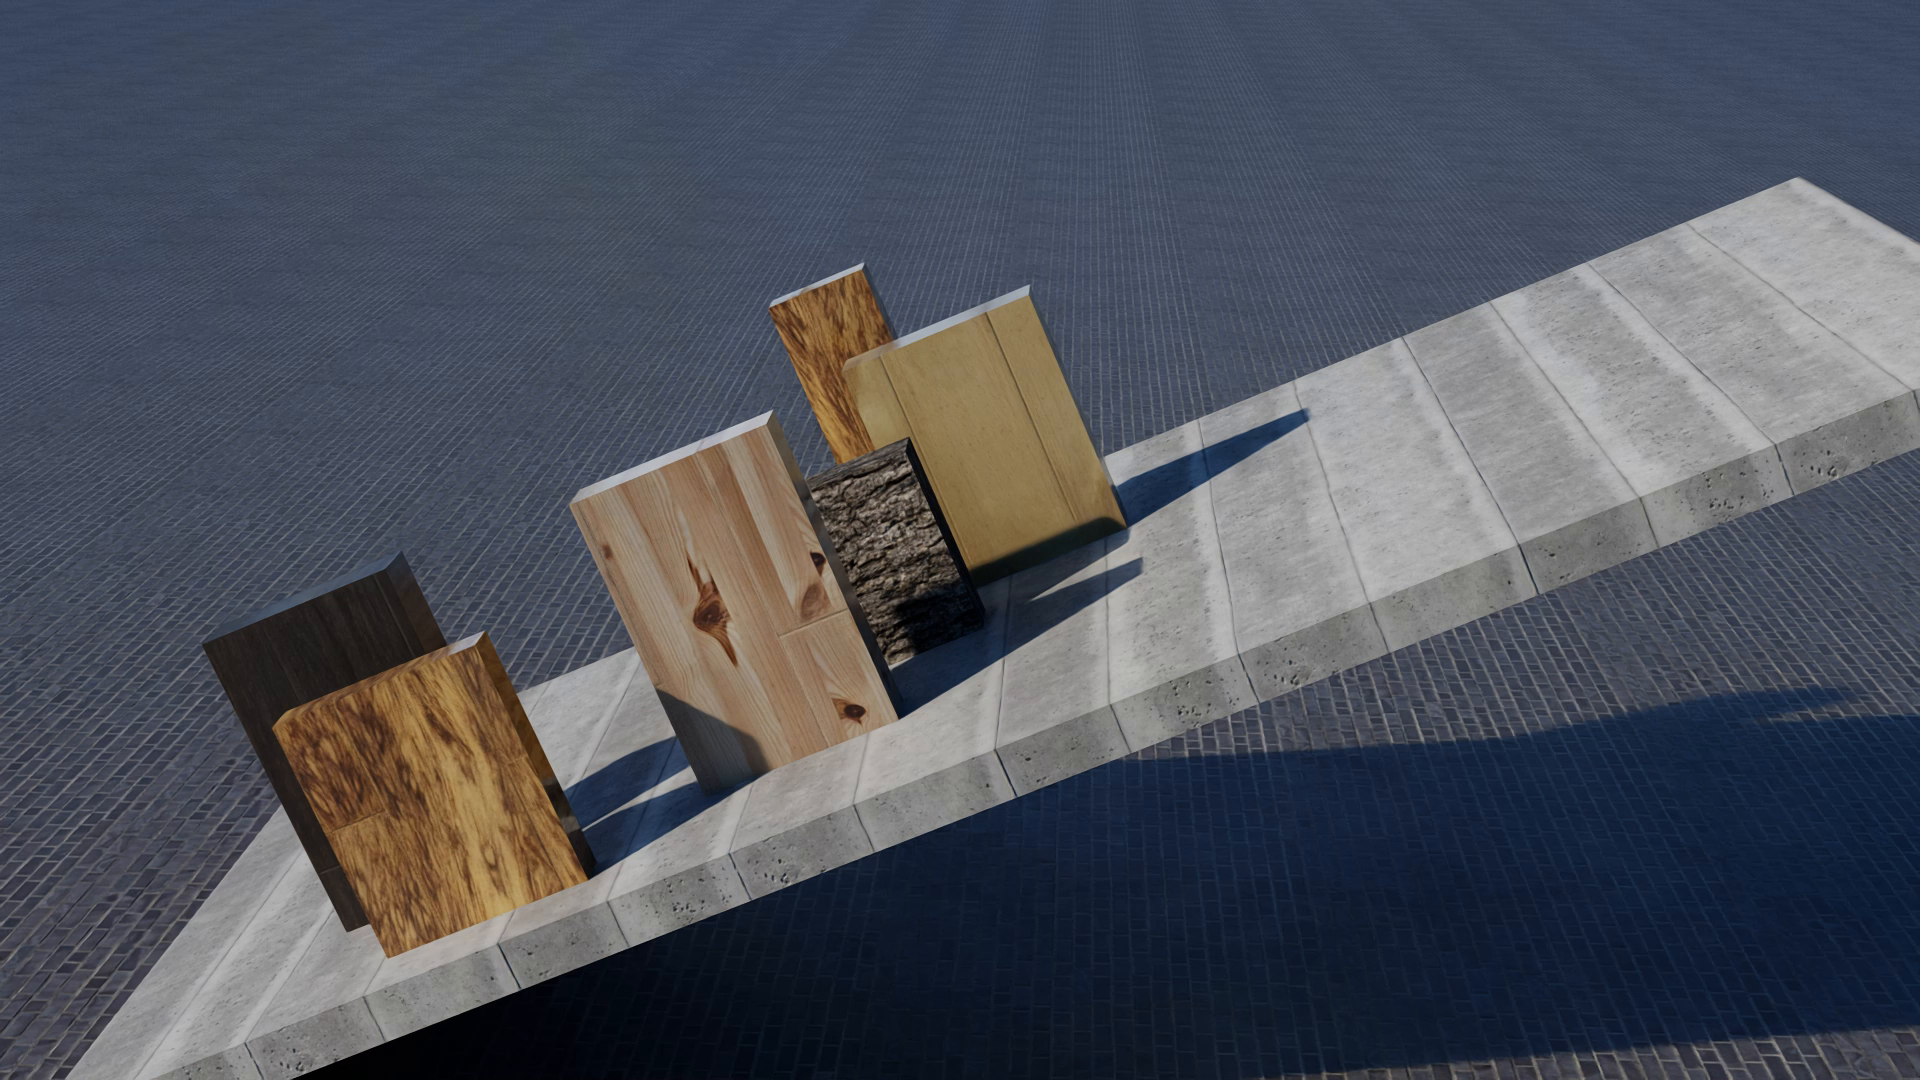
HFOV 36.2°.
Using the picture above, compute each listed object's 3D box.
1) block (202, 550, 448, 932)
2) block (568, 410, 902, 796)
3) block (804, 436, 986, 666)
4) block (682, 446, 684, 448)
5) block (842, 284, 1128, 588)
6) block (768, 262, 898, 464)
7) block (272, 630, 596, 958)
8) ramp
[{"bbox_3d":[-1.180,0.408,5.923,0.406,0.657,0.143,-22,12,8],"label":"block"},{"bbox_3d":[-0.434,0.126,5.773,0.418,0.641,0.131,-22,12,8],"label":"block"},{"bbox_3d":[-0.210,0.056,6.197,0.393,0.411,0.145,-22,12,8],"label":"block"},{"bbox_3d":[-0.601,0.024,6.898,0.380,0.473,0.112,-22,12,8],"label":"block"},{"bbox_3d":[0.058,-0.212,6.477,0.441,0.560,0.135,-22,12,8],"label":"block"},{"bbox_3d":[-0.206,-0.300,7.044,0.242,0.681,0.109,-22,12,8],"label":"block"},{"bbox_3d":[-1.000,0.488,5.615,0.427,0.504,0.100,-22,12,8],"label":"block"},{"bbox_3d":[0.128,0.172,6.287,4.000,0.100,2.000,-22,12,8],"label":"ramp"}]
